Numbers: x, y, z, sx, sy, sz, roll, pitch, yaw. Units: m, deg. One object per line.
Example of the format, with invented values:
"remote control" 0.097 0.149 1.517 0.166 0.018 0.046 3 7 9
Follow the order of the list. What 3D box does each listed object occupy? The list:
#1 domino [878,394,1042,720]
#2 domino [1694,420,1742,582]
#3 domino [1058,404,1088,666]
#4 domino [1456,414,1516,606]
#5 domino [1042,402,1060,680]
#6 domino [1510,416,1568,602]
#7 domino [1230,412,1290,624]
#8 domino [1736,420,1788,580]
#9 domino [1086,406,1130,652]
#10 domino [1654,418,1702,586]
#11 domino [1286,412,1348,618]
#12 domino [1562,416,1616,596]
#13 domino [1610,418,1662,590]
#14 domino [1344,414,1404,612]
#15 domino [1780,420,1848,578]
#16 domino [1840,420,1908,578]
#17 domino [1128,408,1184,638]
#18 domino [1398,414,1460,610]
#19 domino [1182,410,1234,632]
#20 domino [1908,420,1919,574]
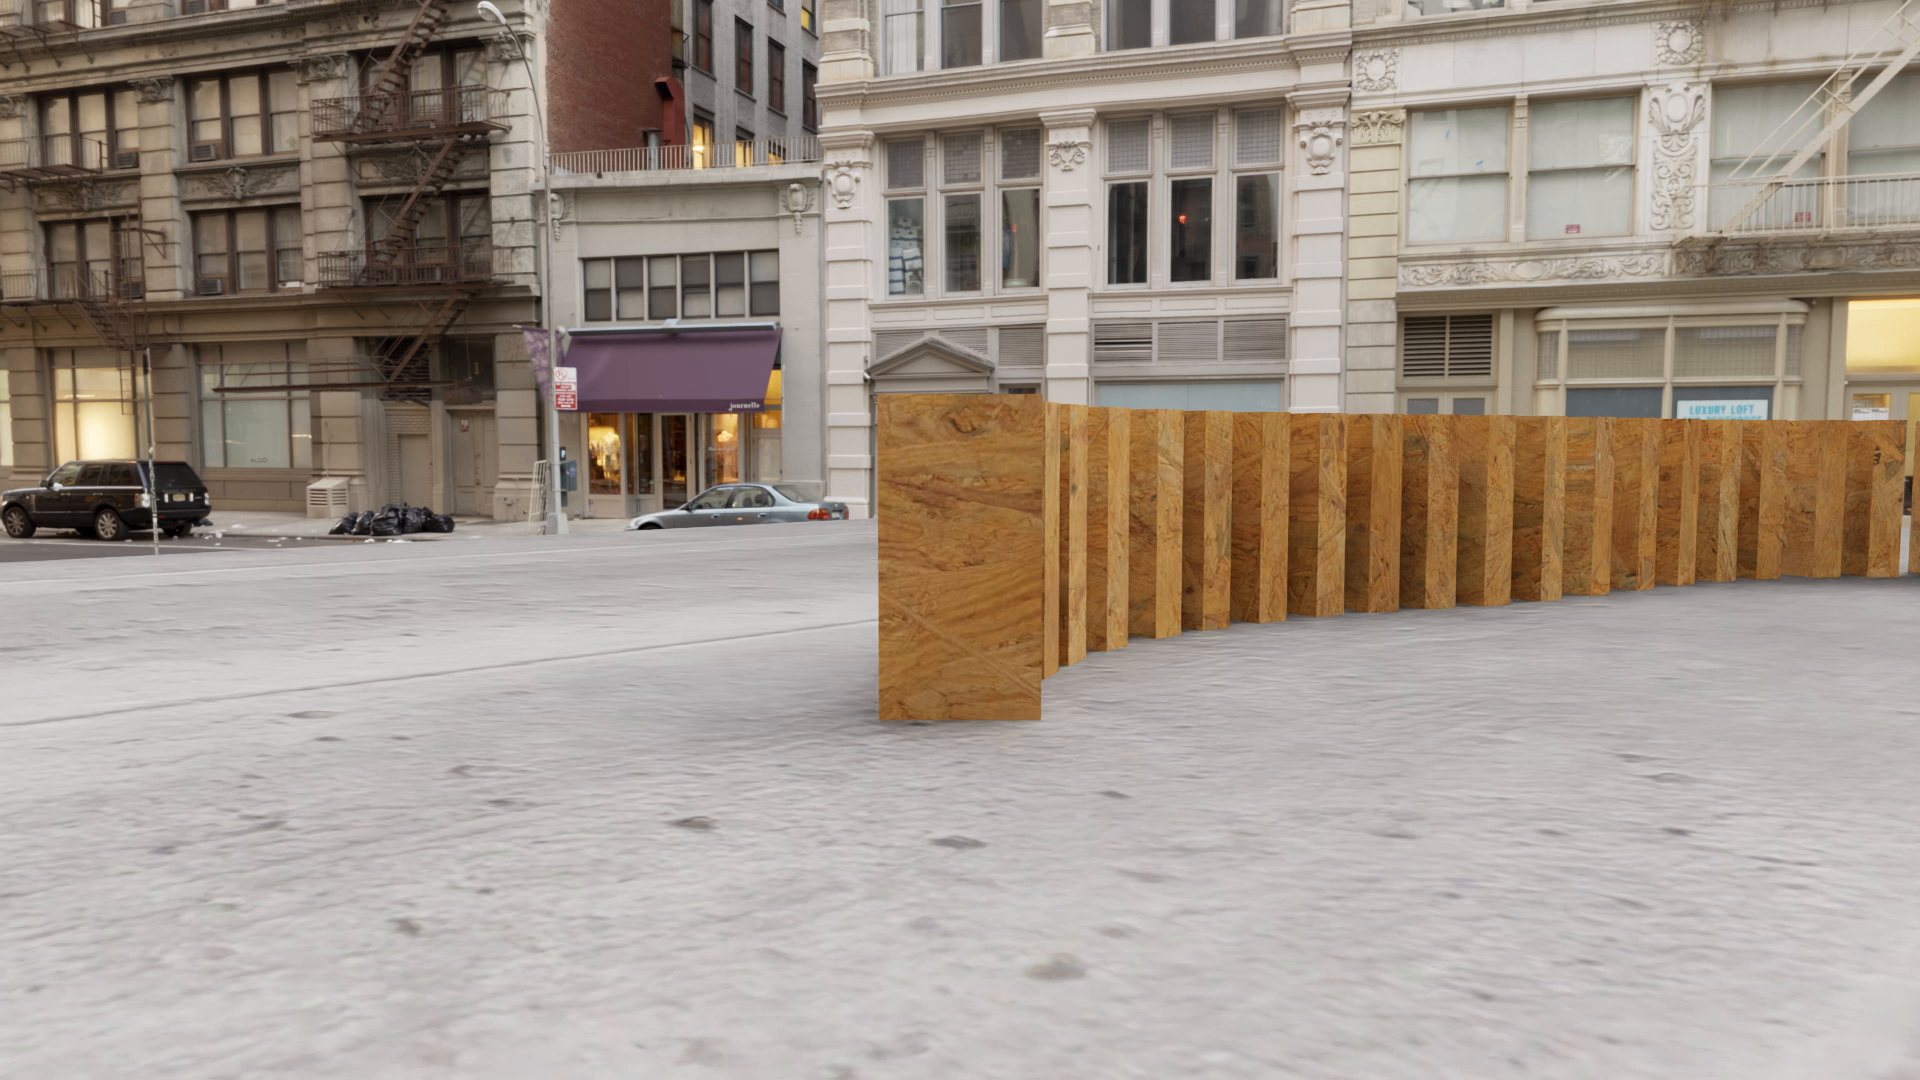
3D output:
"domino" 0.000 0.002 0.201 0.025 0.050 0.010 0 4 0
"domino" 0.232 -0.013 0.408 0.009 0.050 0.025 -2 5 -26
"domino" 0.012 -0.001 0.254 0.025 0.050 0.010 2 5 26
"domino" 0.136 -0.009 0.348 0.009 0.050 0.025 -2 5 -25
"domino" 0.005 0.000 0.238 0.025 0.050 0.010 2 5 20
"domino" 0.154 -0.009 0.358 0.009 0.050 0.025 -3 5 -33
"domino" 0.068 -0.006 0.315 0.010 0.050 0.025 -3 5 -35
"domino" 0.252 -0.014 0.415 0.010 0.050 0.025 -1 4 -15
"domino" 0.022 -0.003 0.272 0.025 0.050 0.010 3 5 34
"domino" 0.213 -0.012 0.396 0.009 0.050 0.025 -3 5 -33
"domino" 0.085 -0.007 0.326 0.009 0.050 0.025 -3 5 -31
"domino" 0.174 -0.010 0.371 0.009 0.050 0.025 -3 5 -34
"domino" 0.194 -0.011 0.384 0.009 0.050 0.025 -3 5 -34
"domino" 0.103 -0.008 0.335 0.010 0.050 0.025 -2 5 -22
"domino" 0.275 -0.014 0.419 0.009 0.050 0.025 0 4 -6
"domino" 0.295 -0.014 0.420 0.009 0.050 0.025 0 4 4
"domino" 0.037 -0.004 0.290 0.025 0.050 0.010 4 6 45
"domino" 0.120 -0.008 0.341 0.009 0.050 0.025 -2 5 -19
"domino" 0.051 -0.005 0.303 0.010 0.050 0.025 -3 6 -39
"domino" 0.317 -0.014 0.415 0.010 0.050 0.025 2 5 23
